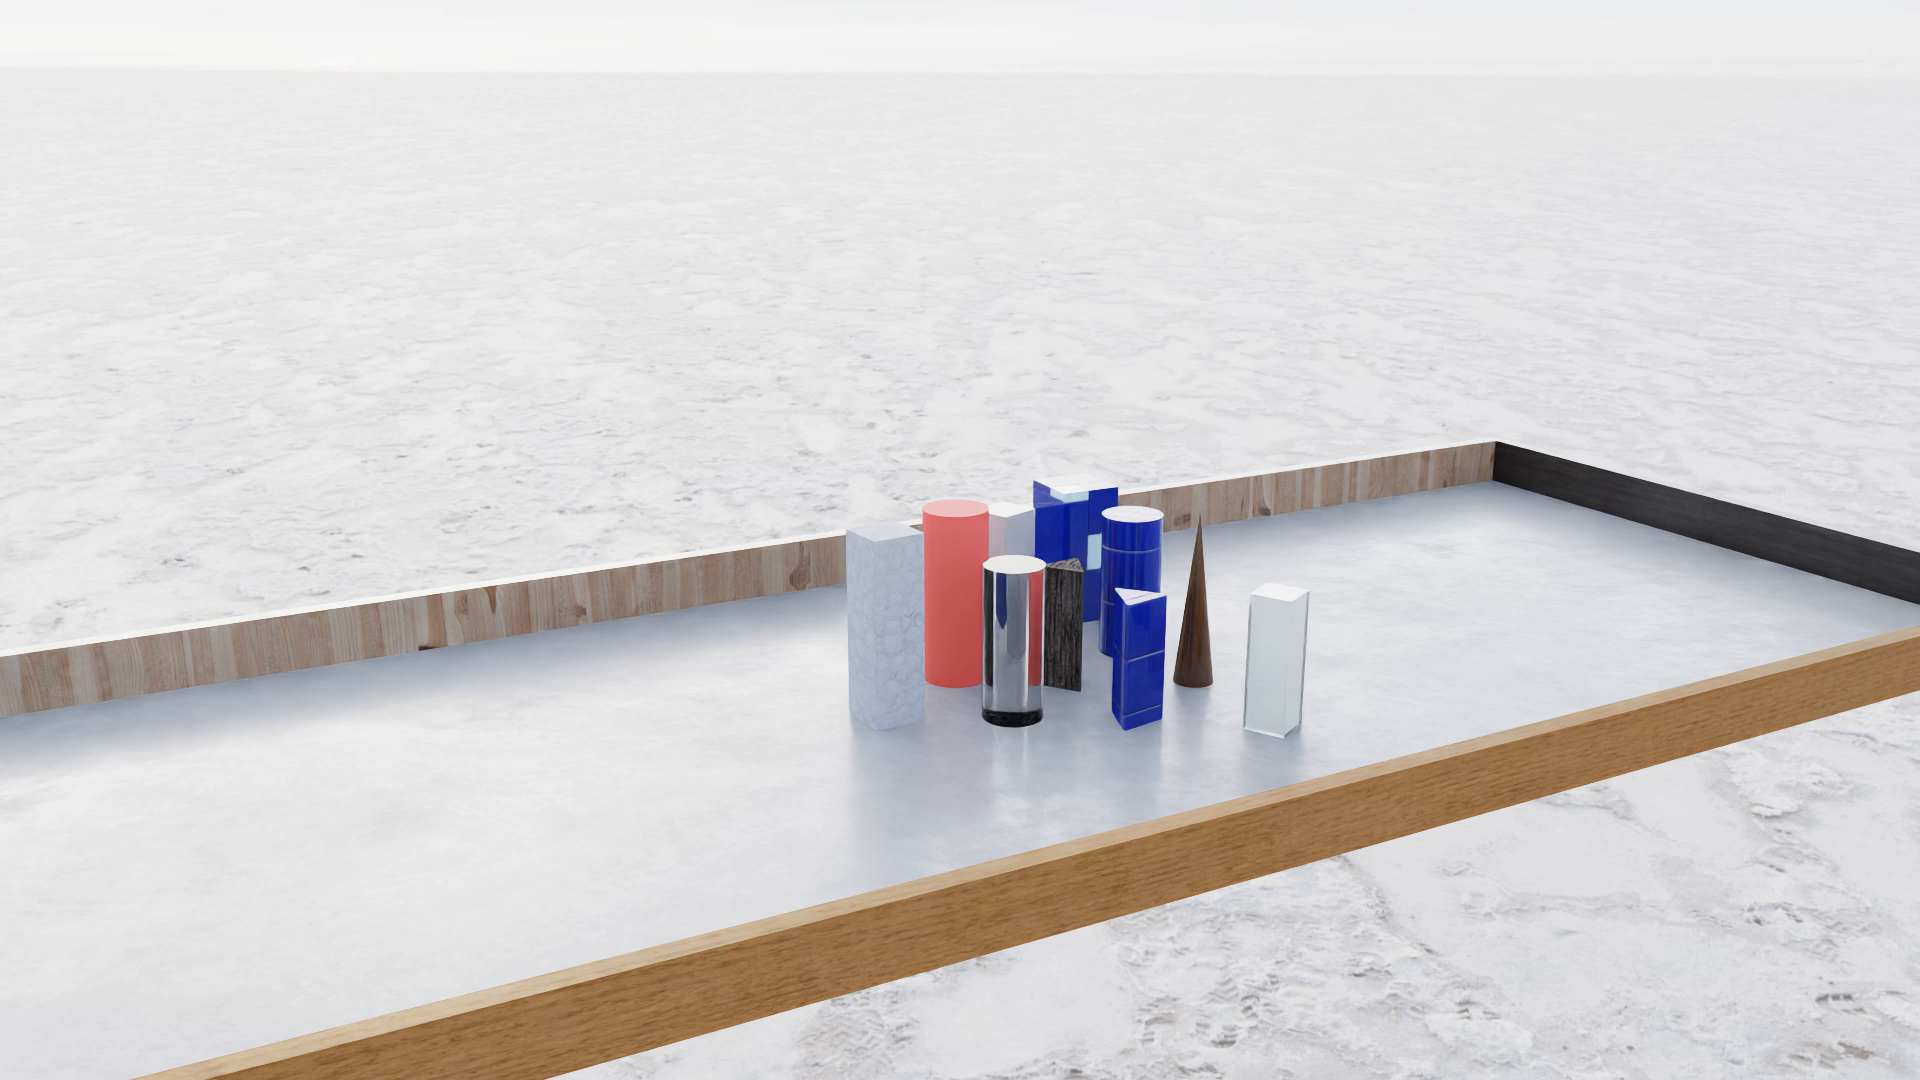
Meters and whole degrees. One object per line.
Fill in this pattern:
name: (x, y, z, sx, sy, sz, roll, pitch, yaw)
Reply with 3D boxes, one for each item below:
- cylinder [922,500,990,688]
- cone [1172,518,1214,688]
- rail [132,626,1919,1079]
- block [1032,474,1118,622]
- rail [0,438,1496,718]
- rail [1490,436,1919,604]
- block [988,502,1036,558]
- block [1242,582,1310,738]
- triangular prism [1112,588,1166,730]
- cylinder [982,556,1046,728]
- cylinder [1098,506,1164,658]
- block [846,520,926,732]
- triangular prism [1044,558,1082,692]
cylinder: (-0.011, 0.133, 4.119, 0.165, 0.441, 0.165, 0, 16, 0)
cone: (0.587, 0.141, 4.089, 0.101, 0.442, 0.101, 0, 16, 0)
rail: (-2.336, 1.006, 1.665, 12.000, 0.150, 0.050, -9, 18, -27)
block: (0.319, 0.024, 4.602, 0.172, 0.378, 0.172, -8, 18, -25)
rail: (-3.305, 0.497, 3.399, 12.000, 0.150, 0.050, -9, 18, -27)
rail: (2.466, -0.048, 5.253, 0.050, 0.150, 2.100, -9, 18, -27)
block: (0.114, 0.101, 4.343, 0.116, 0.377, 0.116, 15, 22, 41)
block: (0.732, 0.278, 3.820, 0.103, 0.332, 0.103, 11, 20, 33)
triangular prism: (0.399, 0.273, 3.876, 0.123, 0.309, 0.107, -12, 20, -36)
cylinder: (0.125, 0.237, 3.877, 0.147, 0.378, 0.147, 0, 16, 0)
cylinder: (0.447, 0.111, 4.315, 0.158, 0.372, 0.158, 0, 16, 0)
block: (-0.174, 0.199, 3.863, 0.132, 0.460, 0.132, -10, 19, -31)
triangular prism: (0.268, 0.206, 4.102, 0.114, 0.311, 0.099, 8, 18, 25)
